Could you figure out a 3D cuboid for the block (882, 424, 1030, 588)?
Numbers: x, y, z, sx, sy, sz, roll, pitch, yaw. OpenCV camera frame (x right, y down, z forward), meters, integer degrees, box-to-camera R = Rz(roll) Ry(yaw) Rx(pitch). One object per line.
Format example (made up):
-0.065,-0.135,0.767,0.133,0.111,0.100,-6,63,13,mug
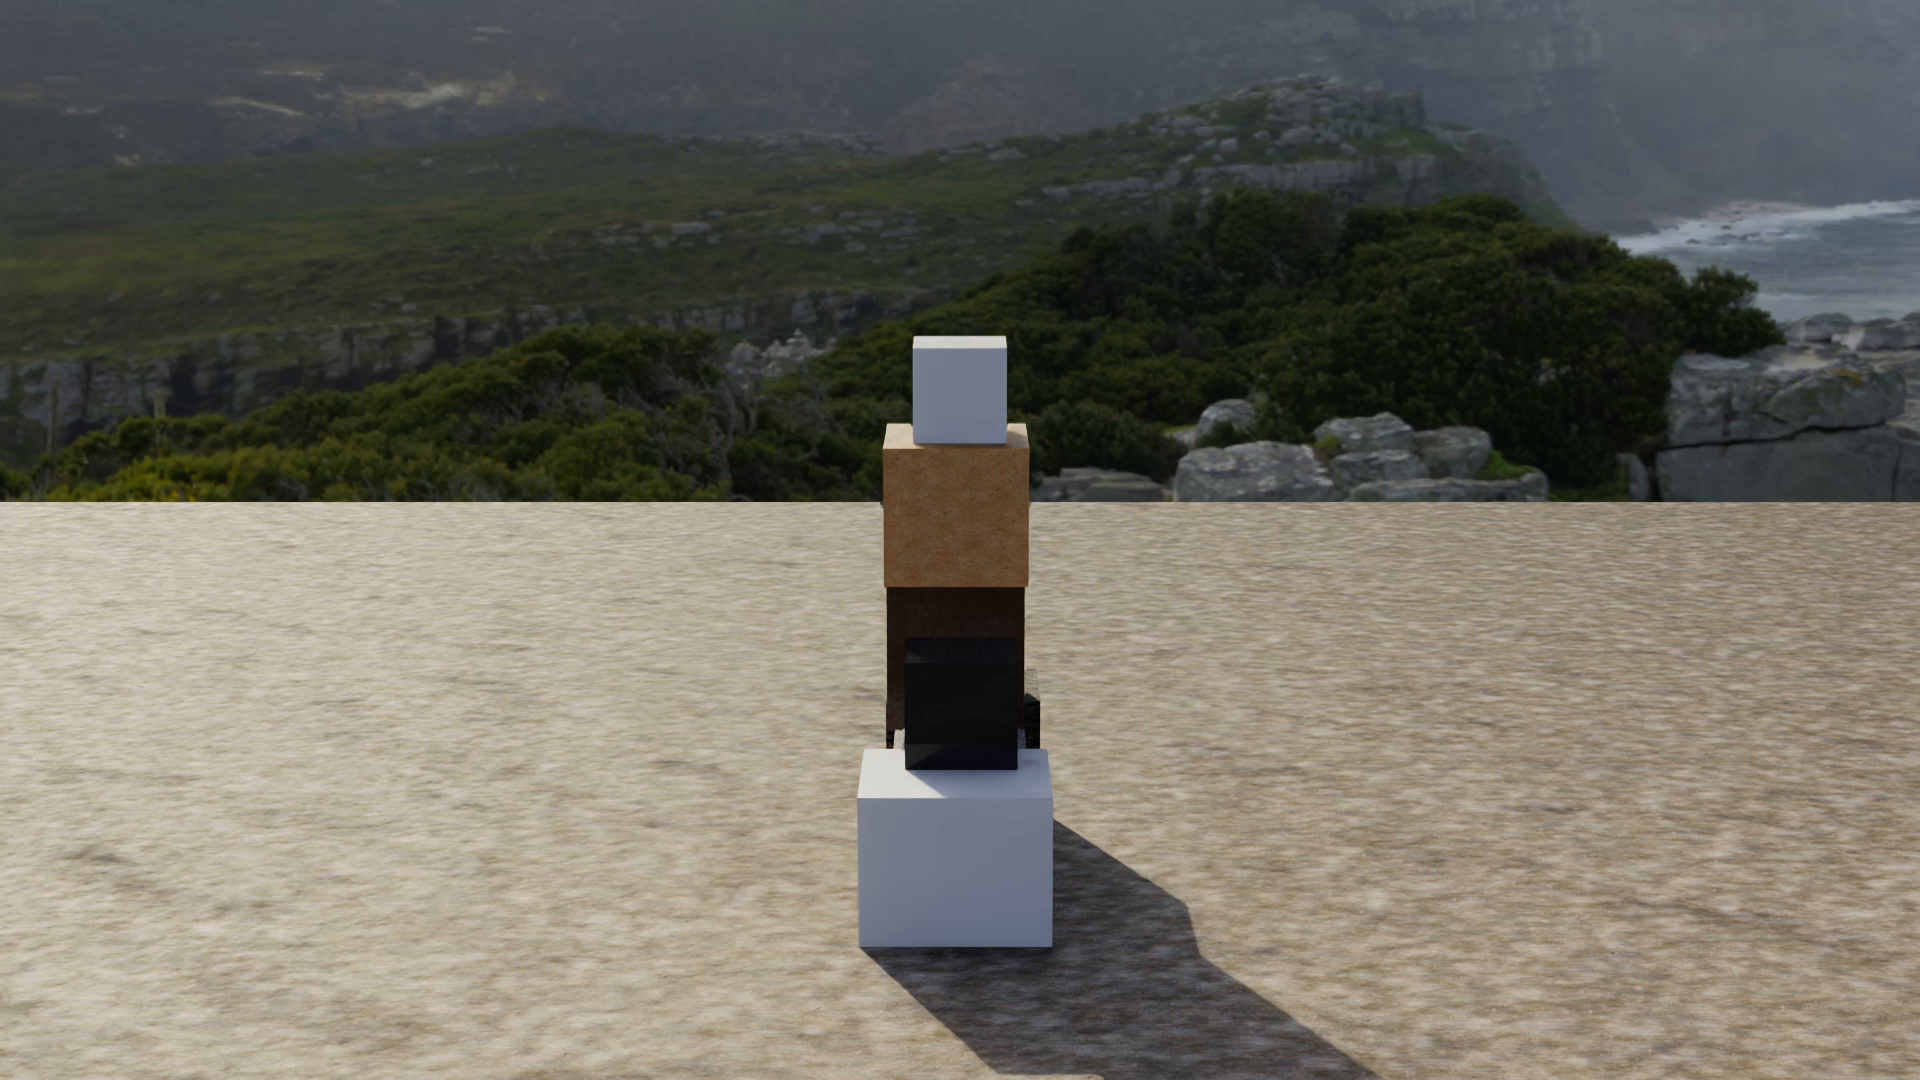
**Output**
-0.016,-0.159,11.123,0.613,0.596,0.648,0,12,0,block

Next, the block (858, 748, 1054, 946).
-0.019,1.280,10.768,0.790,0.628,0.763,0,10,0,block

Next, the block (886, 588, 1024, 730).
-0.019,0.420,11.496,0.599,0.691,0.695,0,12,0,block

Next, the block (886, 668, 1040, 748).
0.014,1.013,12.069,0.704,0.688,0.646,0,10,0,block

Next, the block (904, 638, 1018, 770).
0.005,0.695,10.947,0.471,0.459,0.479,0,10,0,block

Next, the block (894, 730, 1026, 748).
0.000,1.168,11.453,0.581,0.605,0.603,0,10,0,block

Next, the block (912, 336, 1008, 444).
0.000,-0.649,11.020,0.398,0.405,0.394,0,12,0,block
